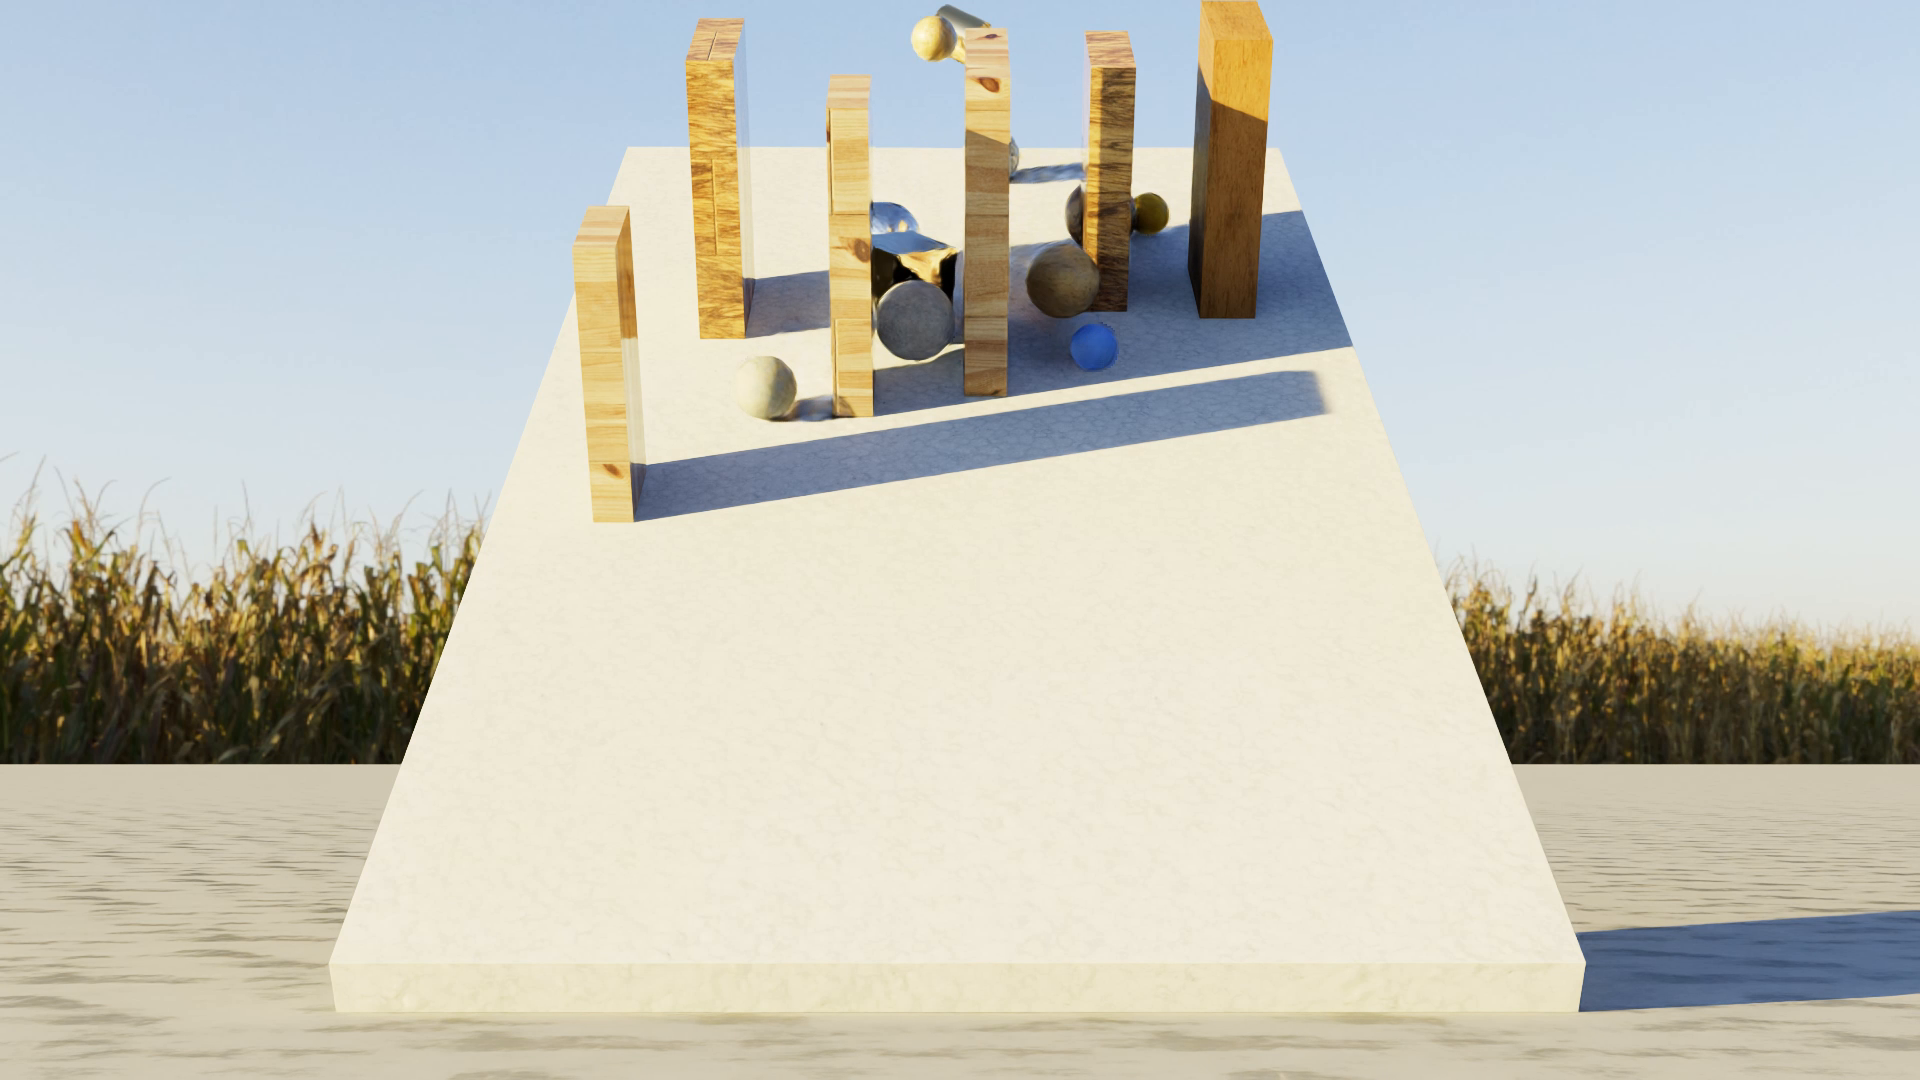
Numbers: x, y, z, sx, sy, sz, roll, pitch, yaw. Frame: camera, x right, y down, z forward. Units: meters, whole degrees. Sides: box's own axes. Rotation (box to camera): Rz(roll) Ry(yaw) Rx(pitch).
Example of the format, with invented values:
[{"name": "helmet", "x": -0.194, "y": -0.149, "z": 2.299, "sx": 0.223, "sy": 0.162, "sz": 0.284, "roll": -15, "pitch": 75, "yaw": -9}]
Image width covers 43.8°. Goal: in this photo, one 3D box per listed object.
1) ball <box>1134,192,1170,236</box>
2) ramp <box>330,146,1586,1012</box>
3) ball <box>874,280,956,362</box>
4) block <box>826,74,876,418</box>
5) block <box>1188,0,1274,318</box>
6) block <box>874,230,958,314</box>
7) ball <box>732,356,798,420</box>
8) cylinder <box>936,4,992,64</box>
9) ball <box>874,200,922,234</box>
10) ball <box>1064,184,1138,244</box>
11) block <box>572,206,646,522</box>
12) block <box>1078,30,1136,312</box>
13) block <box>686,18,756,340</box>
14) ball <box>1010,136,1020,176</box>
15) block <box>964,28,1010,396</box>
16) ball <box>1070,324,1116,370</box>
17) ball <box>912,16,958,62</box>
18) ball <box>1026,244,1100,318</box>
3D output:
[{"name": "ball", "x": 0.521, "y": -0.901, "z": 6.596, "sx": 0.117, "sy": 0.117, "sz": 0.117, "roll": 0, "pitch": -5, "yaw": 0}, {"name": "ramp", "x": -0.011, "y": -0.222, "z": 5.586, "sx": 2.000, "sy": 0.100, "sz": 4.000, "roll": 0, "pitch": 28, "yaw": 0}, {"name": "ball", "x": -0.109, "y": -0.533, "z": 5.800, "sx": 0.197, "sy": 0.197, "sz": 0.197, "roll": 0, "pitch": -5, "yaw": 0}, {"name": "block", "x": -0.250, "y": -0.677, "z": 5.534, "sx": 0.093, "sy": 0.751, "sz": 0.247, "roll": 0, "pitch": 28, "yaw": 0}, {"name": "block", "x": 0.688, "y": -0.975, "z": 6.121, "sx": 0.142, "sy": 0.730, "sz": 0.357, "roll": 0, "pitch": 28, "yaw": 0}, {"name": "block", "x": -0.149, "y": -0.653, "z": 5.991, "sx": 0.192, "sy": 0.192, "sz": 0.192, "roll": -11, "pitch": 26, "yaw": -36}, {"name": "ball", "x": -0.455, "y": -0.356, "z": 5.568, "sx": 0.150, "sy": 0.150, "sz": 0.150, "roll": 0, "pitch": -5, "yaw": 0}, {"name": "cylinder", "x": -0.002, "y": -1.470, "z": 6.953, "sx": 0.138, "sy": 0.138, "sz": 0.138, "roll": 28, "pitch": 3, "yaw": 16}, {"name": "ball", "x": -0.203, "y": -0.799, "z": 6.345, "sx": 0.204, "sy": 0.204, "sz": 0.204, "roll": 0, "pitch": -5, "yaw": 0}, {"name": "ball", "x": 0.383, "y": -0.885, "z": 6.494, "sx": 0.200, "sy": 0.200, "sz": 0.200, "roll": 0, "pitch": -5, "yaw": 0}, {"name": "block", "x": -0.744, "y": -0.373, "z": 5.091, "sx": 0.087, "sy": 0.626, "sz": 0.253, "roll": 0, "pitch": 28, "yaw": 0}, {"name": "block", "x": 0.377, "y": -0.952, "z": 6.164, "sx": 0.111, "sy": 0.647, "sz": 0.320, "roll": 0, "pitch": 28, "yaw": 0}, {"name": "block", "x": -0.598, "y": -0.909, "z": 6.003, "sx": 0.114, "sy": 0.716, "sz": 0.369, "roll": 0, "pitch": 28, "yaw": 0}, {"name": "ball", "x": 0.102, "y": -1.131, "z": 7.026, "sx": 0.152, "sy": 0.152, "sz": 0.152, "roll": 0, "pitch": -5, "yaw": 0}, {"name": "block", "x": 0.061, "y": -0.783, "z": 5.702, "sx": 0.101, "sy": 0.781, "sz": 0.409, "roll": 0, "pitch": 28, "yaw": 0}, {"name": "ball", "x": 0.325, "y": -0.470, "z": 5.819, "sx": 0.115, "sy": 0.115, "sz": 0.115, "roll": 0, "pitch": -5, "yaw": 0}, {"name": "ball", "x": -0.070, "y": -1.359, "z": 6.473, "sx": 0.124, "sy": 0.124, "sz": 0.124, "roll": 0, "pitch": -5, "yaw": 0}, {"name": "ball", "x": 0.257, "y": -0.648, "z": 5.981, "sx": 0.185, "sy": 0.185, "sz": 0.185, "roll": 0, "pitch": -5, "yaw": 0}]
